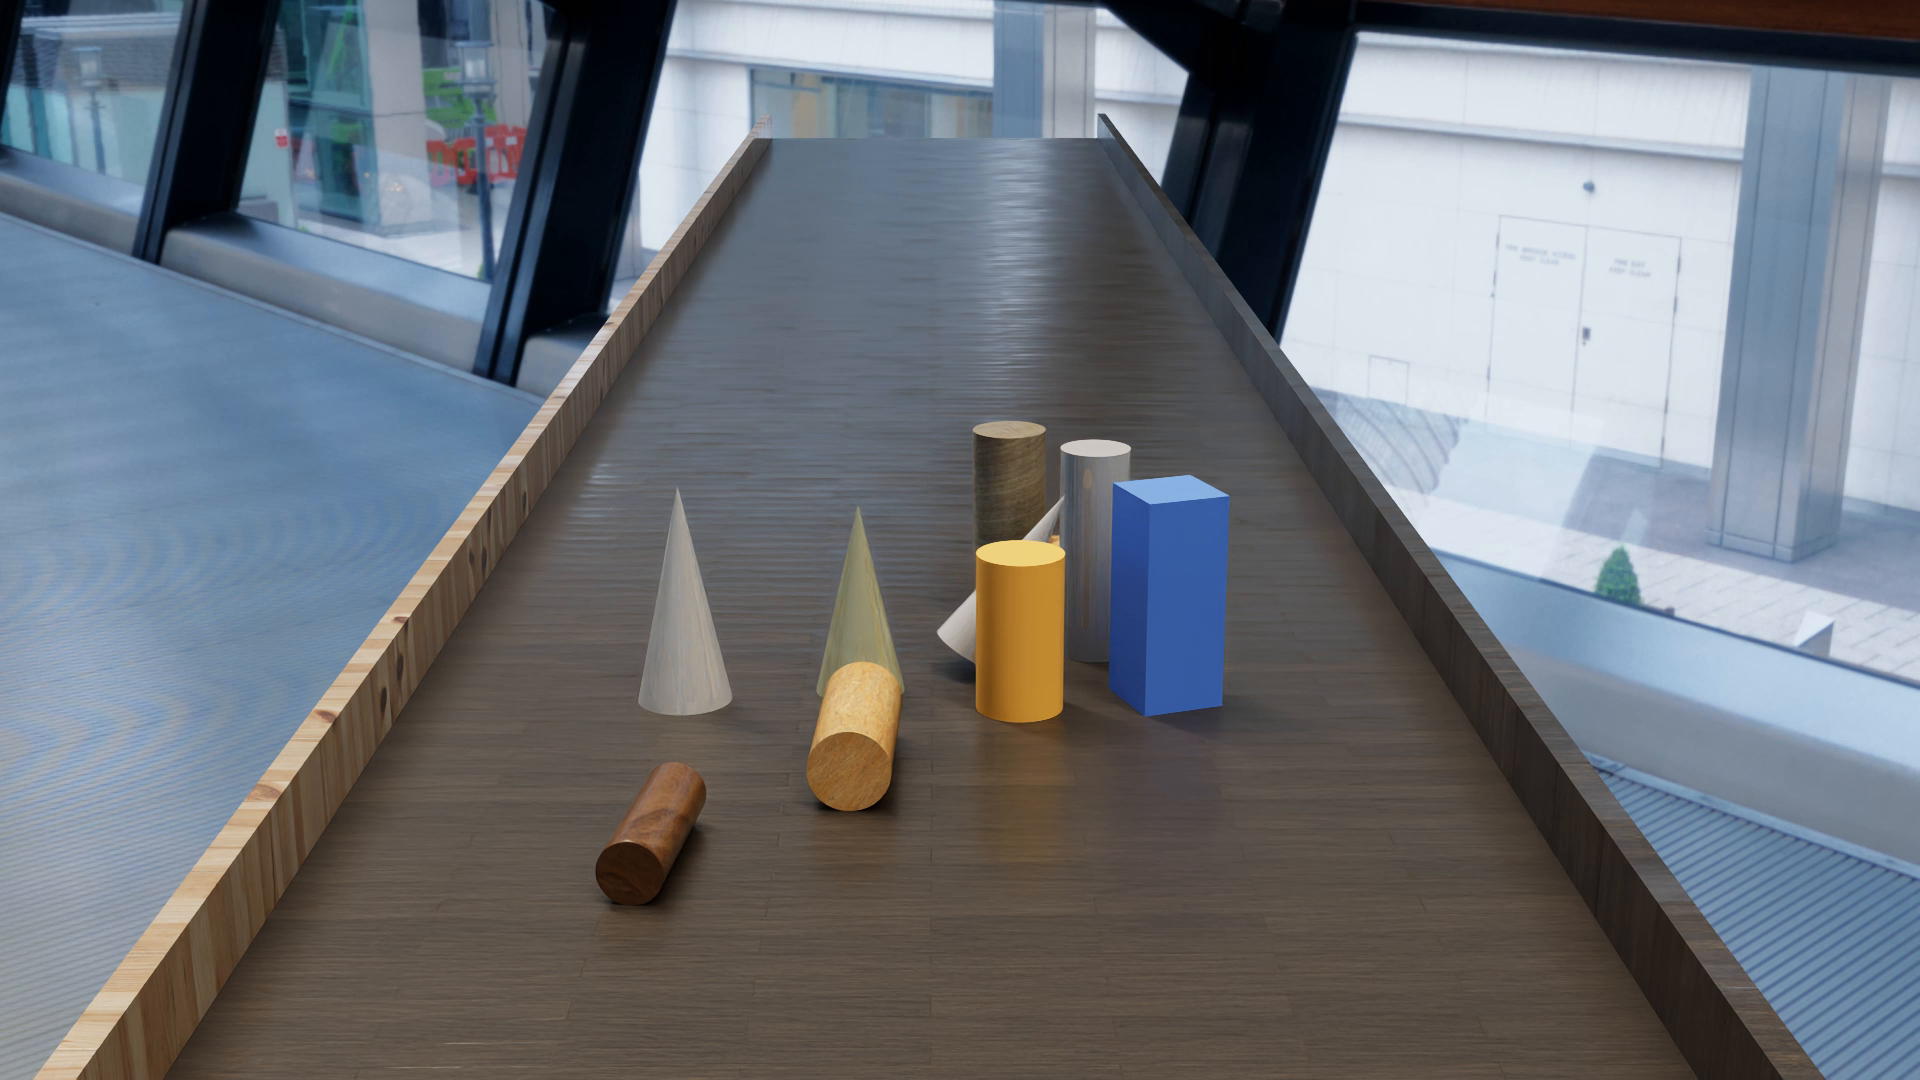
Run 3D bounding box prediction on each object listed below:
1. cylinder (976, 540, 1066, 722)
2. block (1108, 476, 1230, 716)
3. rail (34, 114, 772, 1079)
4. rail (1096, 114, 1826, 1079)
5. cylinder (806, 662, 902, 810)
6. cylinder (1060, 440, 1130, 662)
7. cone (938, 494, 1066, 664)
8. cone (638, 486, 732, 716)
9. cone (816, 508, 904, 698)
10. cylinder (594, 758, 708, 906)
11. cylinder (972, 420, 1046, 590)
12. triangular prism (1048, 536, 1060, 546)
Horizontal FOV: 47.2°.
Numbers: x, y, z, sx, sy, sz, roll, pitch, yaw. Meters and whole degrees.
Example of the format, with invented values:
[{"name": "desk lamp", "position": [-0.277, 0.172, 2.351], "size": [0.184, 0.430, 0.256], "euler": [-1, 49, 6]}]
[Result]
[{"name": "cylinder", "position": [0.113, 0.170, 4.122], "size": [0.165, 0.304, 0.165], "euler": [0, 17, 0]}, {"name": "block", "position": [0.393, 0.103, 4.156], "size": [0.162, 0.413, 0.162], "euler": [-6, 18, -20]}, {"name": "rail", "position": [-1.118, -0.838, 7.780], "size": [0.050, 0.150, 12.000], "euler": [0, 17, -1]}, {"name": "rail", "position": [0.932, -0.844, 7.801], "size": [0.050, 0.150, 12.000], "euler": [0, 17, -1]}, {"name": "cylinder", "position": [-0.181, 0.338, 3.840], "size": [0.143, 0.143, 0.345], "euler": [0, 17, 1]}, {"name": "cylinder", "position": [0.268, 0.022, 4.409], "size": [0.139, 0.425, 0.139], "euler": [0, 17, 0]}, {"name": "cone", "position": [0.114, 0.064, 4.318], "size": [0.155, 0.368, 0.155], "euler": [30, 11, -7]}, {"name": "cone", "position": [-0.525, 0.100, 4.147], "size": [0.179, 0.423, 0.179], "euler": [0, 17, 0]}, {"name": "cone", "position": [-0.193, 0.110, 4.201], "size": [0.171, 0.373, 0.171], "euler": [0, 17, 0]}, {"name": "cylinder", "position": [-0.487, 0.462, 3.489], "size": [0.105, 0.105, 0.317], "euler": [2, 19, 6]}, {"name": "cylinder", "position": [0.104, -0.035, 4.629], "size": [0.152, 0.407, 0.152], "euler": [0, 17, 0]}, {"name": "triangular prism", "position": [0.226, 0.038, 4.823], "size": [0.333, 0.104, 0.120], "euler": [-1, -25, -4]}]
